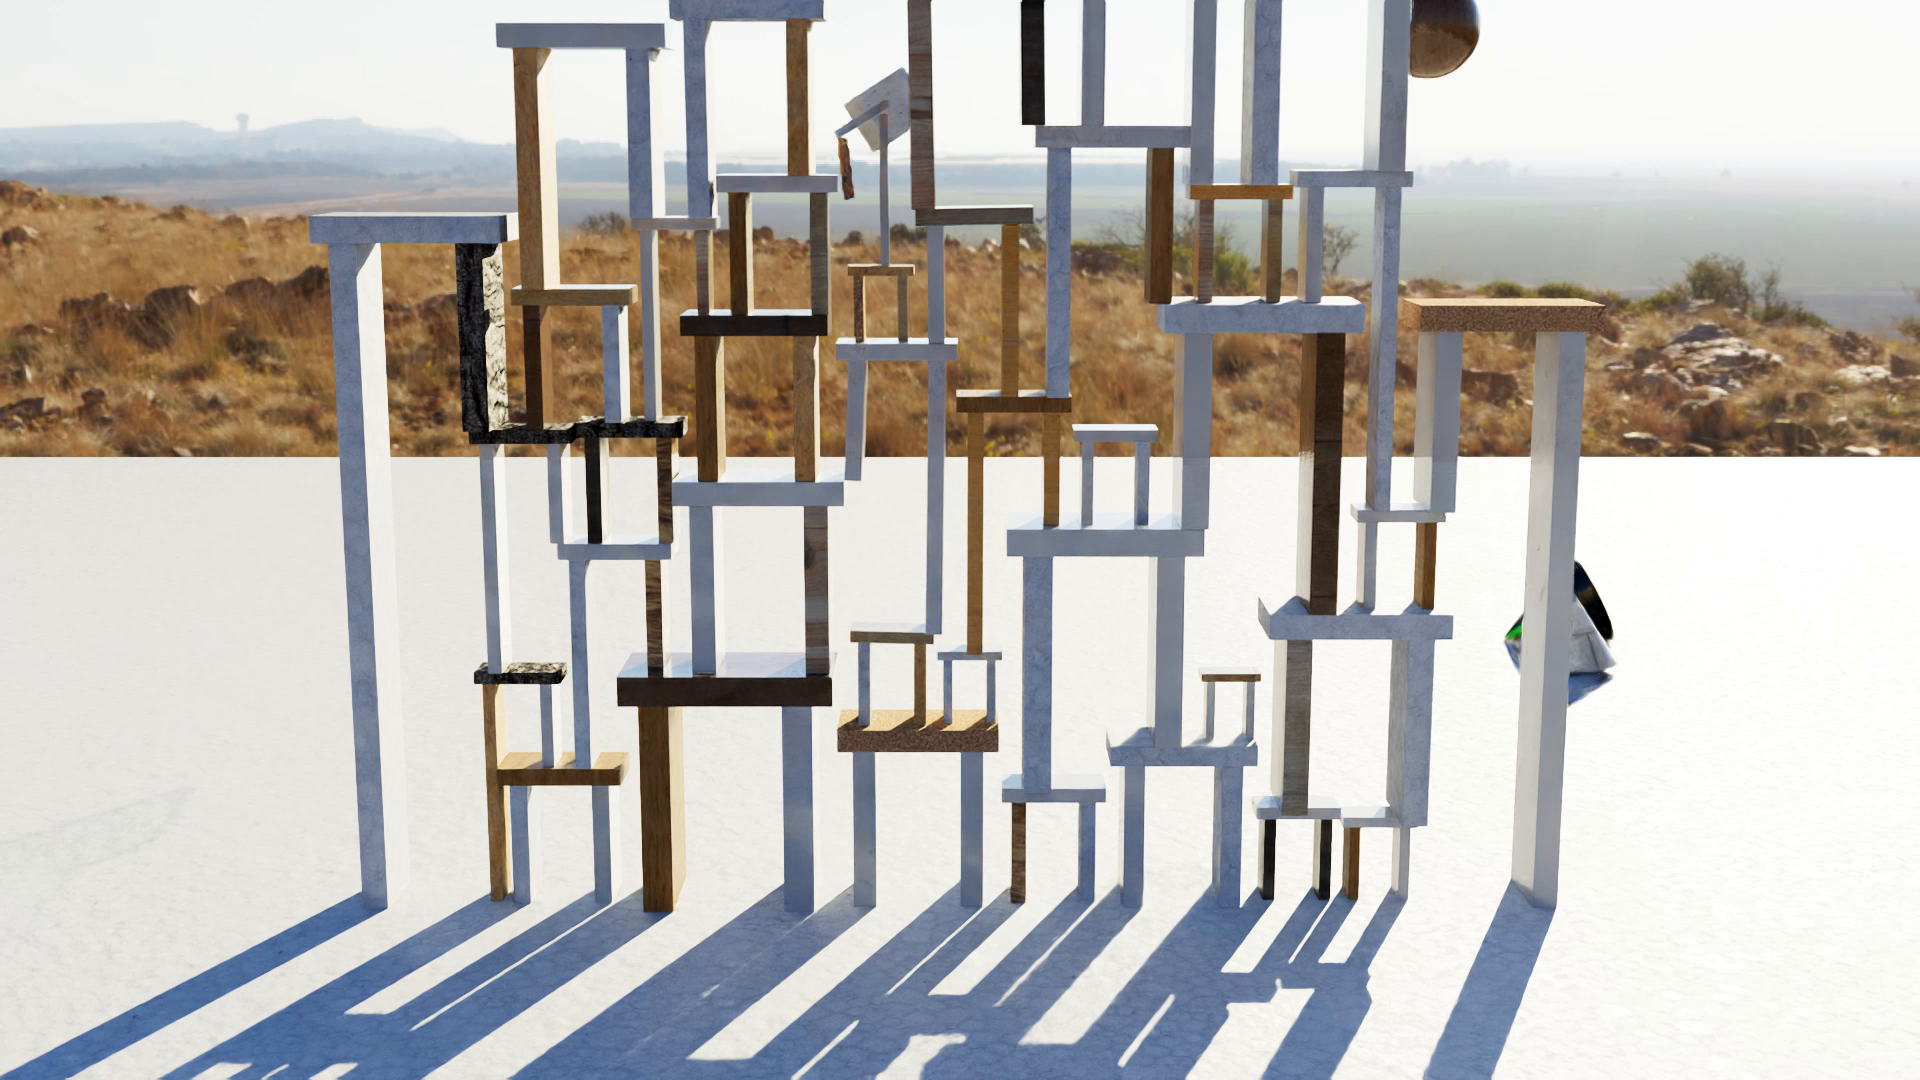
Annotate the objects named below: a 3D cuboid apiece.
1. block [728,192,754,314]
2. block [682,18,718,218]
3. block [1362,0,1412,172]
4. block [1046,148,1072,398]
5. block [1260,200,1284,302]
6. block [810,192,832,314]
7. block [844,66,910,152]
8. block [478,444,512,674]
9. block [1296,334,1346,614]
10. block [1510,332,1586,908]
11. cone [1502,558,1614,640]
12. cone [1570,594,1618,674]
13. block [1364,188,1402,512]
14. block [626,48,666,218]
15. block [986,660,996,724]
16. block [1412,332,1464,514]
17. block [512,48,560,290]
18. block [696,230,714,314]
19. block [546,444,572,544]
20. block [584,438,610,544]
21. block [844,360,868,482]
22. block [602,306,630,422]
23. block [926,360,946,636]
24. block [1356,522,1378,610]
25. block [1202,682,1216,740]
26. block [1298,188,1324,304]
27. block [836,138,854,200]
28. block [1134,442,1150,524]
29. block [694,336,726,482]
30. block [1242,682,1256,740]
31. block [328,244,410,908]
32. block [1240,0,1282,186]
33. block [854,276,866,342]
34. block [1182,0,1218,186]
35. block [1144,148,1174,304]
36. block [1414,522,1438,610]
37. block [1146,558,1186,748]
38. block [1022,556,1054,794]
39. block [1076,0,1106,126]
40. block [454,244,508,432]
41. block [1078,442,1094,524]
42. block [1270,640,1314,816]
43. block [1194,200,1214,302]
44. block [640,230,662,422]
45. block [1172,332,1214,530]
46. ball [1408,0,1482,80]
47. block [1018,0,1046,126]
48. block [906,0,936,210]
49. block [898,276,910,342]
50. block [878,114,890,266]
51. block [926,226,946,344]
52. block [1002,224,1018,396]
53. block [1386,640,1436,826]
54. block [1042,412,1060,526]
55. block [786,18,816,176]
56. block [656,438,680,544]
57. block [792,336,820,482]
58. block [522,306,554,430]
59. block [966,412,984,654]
[{"bbox_3d":[-0.346,-0.455,3.477,0.027,0.189,0.095,0,11,0],"label":"block"},{"bbox_3d":[-0.405,-0.656,3.431,0.033,0.302,0.118,0,11,-1],"label":"block"},{"bbox_3d":[0.664,-0.723,3.419,0.041,0.292,0.146,0,11,1],"label":"block"},{"bbox_3d":[0.155,-0.425,3.479,0.034,0.387,0.120,0,11,0],"label":"block"},{"bbox_3d":[0.492,-0.459,3.476,0.023,0.160,0.080,0,11,1],"label":"block"},{"bbox_3d":[-0.221,-0.455,3.478,0.027,0.189,0.095,0,11,-1],"label":"block"},{"bbox_3d":[-0.191,-1.140,5.827,0.149,0.149,0.149,-35,11,-14],"label":"block"},{"bbox_3d":[-0.752,0.025,3.560,0.023,0.375,0.081,0,11,0],"label":"block"},{"bbox_3d":[0.579,-0.116,3.539,0.044,0.449,0.156,0,11,1],"label":"block"},{"bbox_3d":[0.958,0.126,3.588,0.041,0.943,0.144,0,11,0],"label":"block"},{"bbox_3d":[1.463,0.195,5.491,0.242,0.242,0.242,-26,10,3],"label":"cone"},{"bbox_3d":[1.451,0.208,5.183,0.178,0.178,0.178,-6,7,1],"label":"cone"},{"bbox_3d":[0.673,-0.305,3.500,0.025,0.510,0.090,0,11,1],"label":"block"},{"bbox_3d":[-0.492,-0.636,3.439,0.037,0.258,0.129,0,10,1],"label":"block"},{"bbox_3d":[0.051,0.243,3.608,0.015,0.106,0.053,0,11,0],"label":"block"},{"bbox_3d":[0.765,-0.196,3.526,0.041,0.287,0.144,0,10,1],"label":"block"},{"bbox_3d":[-0.664,-0.581,3.448,0.037,0.368,0.129,0,11,0],"label":"block"},{"bbox_3d":[-0.404,-0.427,3.485,0.019,0.131,0.066,0,11,0],"label":"block"},{"bbox_3d":[-0.644,-0.081,3.541,0.023,0.161,0.081,0,11,0],"label":"block"},{"bbox_3d":[-0.584,-0.086,3.547,0.024,0.170,0.085,0,11,0],"label":"block"},{"bbox_3d":[-0.166,-0.196,3.522,0.027,0.191,0.095,2,11,0],"label":"block"},{"bbox_3d":[-0.549,-0.285,3.511,0.026,0.185,0.093,0,11,0],"label":"block"},{"bbox_3d":[-0.039,-0.073,3.544,0.027,0.442,0.095,1,11,0],"label":"block"},{"bbox_3d":[0.660,0.035,3.566,0.020,0.142,0.071,0,11,1],"label":"block"},{"bbox_3d":[0.409,0.274,3.611,0.014,0.097,0.049,0,11,0],"label":"block"},{"bbox_3d":[0.553,-0.467,3.471,0.025,0.179,0.090,0,11,1],"label":"block"},{"bbox_3d":[-0.179,-0.580,3.436,0.013,0.094,0.047,-7,10,-6],"label":"block"},{"bbox_3d":[0.293,-0.096,3.542,0.019,0.134,0.067,0,11,0],"label":"block"},{"bbox_3d":[-0.399,-0.216,3.516,0.033,0.230,0.115,0,11,0],"label":"block"},{"bbox_3d":[0.474,0.274,3.611,0.014,0.097,0.049,0,11,0],"label":"block"},{"bbox_3d":[-0.957,0.058,3.573,0.042,1.080,0.147,0,11,0],"label":"block"},{"bbox_3d":[0.469,-0.713,3.424,0.041,0.313,0.146,0,11,0],"label":"block"},{"bbox_3d":[-0.159,-0.369,3.491,0.015,0.104,0.052,-1,11,1],"label":"block"},{"bbox_3d":[0.373,-0.729,3.422,0.036,0.347,0.128,0,11,0],"label":"block"},{"bbox_3d":[0.314,-0.497,3.466,0.034,0.239,0.120,0,11,0],"label":"block"},{"bbox_3d":[0.754,0.035,3.565,0.020,0.142,0.071,0,11,0],"label":"block"},{"bbox_3d":[0.335,0.167,3.596,0.044,0.314,0.157,0,10,0],"label":"block"},{"bbox_3d":[0.126,0.205,3.602,0.044,0.391,0.157,0,11,0],"label":"block"},{"bbox_3d":[0.204,-0.774,3.414,0.036,0.257,0.128,0,11,0],"label":"block"},{"bbox_3d":[-0.760,-0.328,3.501,0.042,0.294,0.147,0,11,0],"label":"block"},{"bbox_3d":[0.203,-0.096,3.542,0.019,0.134,0.067,0,11,0],"label":"block"},{"bbox_3d":[0.544,0.290,3.614,0.042,0.293,0.147,0,10,0],"label":"block"},{"bbox_3d":[0.385,-0.459,3.478,0.023,0.160,0.080,0,11,1],"label":"block"},{"bbox_3d":[-0.492,-0.343,3.501,0.019,0.303,0.066,0,11,0],"label":"block"},{"bbox_3d":[0.372,-0.184,3.528,0.044,0.311,0.156,0,11,0],"label":"block"},{"bbox_3d":[1.301,-1.428,6.110,0.290,0.290,0.290,0,11,0],"label":"ball"},{"bbox_3d":[0.111,-0.775,3.410,0.037,0.259,0.130,-1,11,0],"label":"block"},{"bbox_3d":[-0.060,-0.712,3.421,0.037,0.387,0.130,-1,11,0],"label":"block"},{"bbox_3d":[-0.090,-0.369,3.491,0.015,0.104,0.052,-1,11,1],"label":"block"},{"bbox_3d":[-0.119,-0.550,3.452,0.013,0.235,0.047,-1,12,-1],"label":"block"},{"bbox_3d":[-0.037,-0.407,3.483,0.026,0.184,0.092,-1,11,0],"label":"block"},{"bbox_3d":[0.079,-0.366,3.490,0.026,0.268,0.092,0,11,0],"label":"block"},{"bbox_3d":[0.739,0.299,3.615,0.042,0.311,0.147,0,11,0],"label":"block"},{"bbox_3d":[0.146,-0.120,3.540,0.026,0.182,0.091,0,11,0],"label":"block"},{"bbox_3d":[-0.248,-0.690,3.431,0.033,0.236,0.118,0,11,1],"label":"block"},{"bbox_3d":[-0.470,-0.086,3.548,0.024,0.170,0.085,0,11,0],"label":"block"},{"bbox_3d":[-0.245,-0.216,3.516,0.033,0.230,0.115,0,11,0],"label":"block"},{"bbox_3d":[-0.673,-0.280,3.512,0.026,0.196,0.093,0,11,0],"label":"block"},{"bbox_3d":[0.024,-0.016,3.557,0.026,0.392,0.091,0,11,0],"label":"block"}]
